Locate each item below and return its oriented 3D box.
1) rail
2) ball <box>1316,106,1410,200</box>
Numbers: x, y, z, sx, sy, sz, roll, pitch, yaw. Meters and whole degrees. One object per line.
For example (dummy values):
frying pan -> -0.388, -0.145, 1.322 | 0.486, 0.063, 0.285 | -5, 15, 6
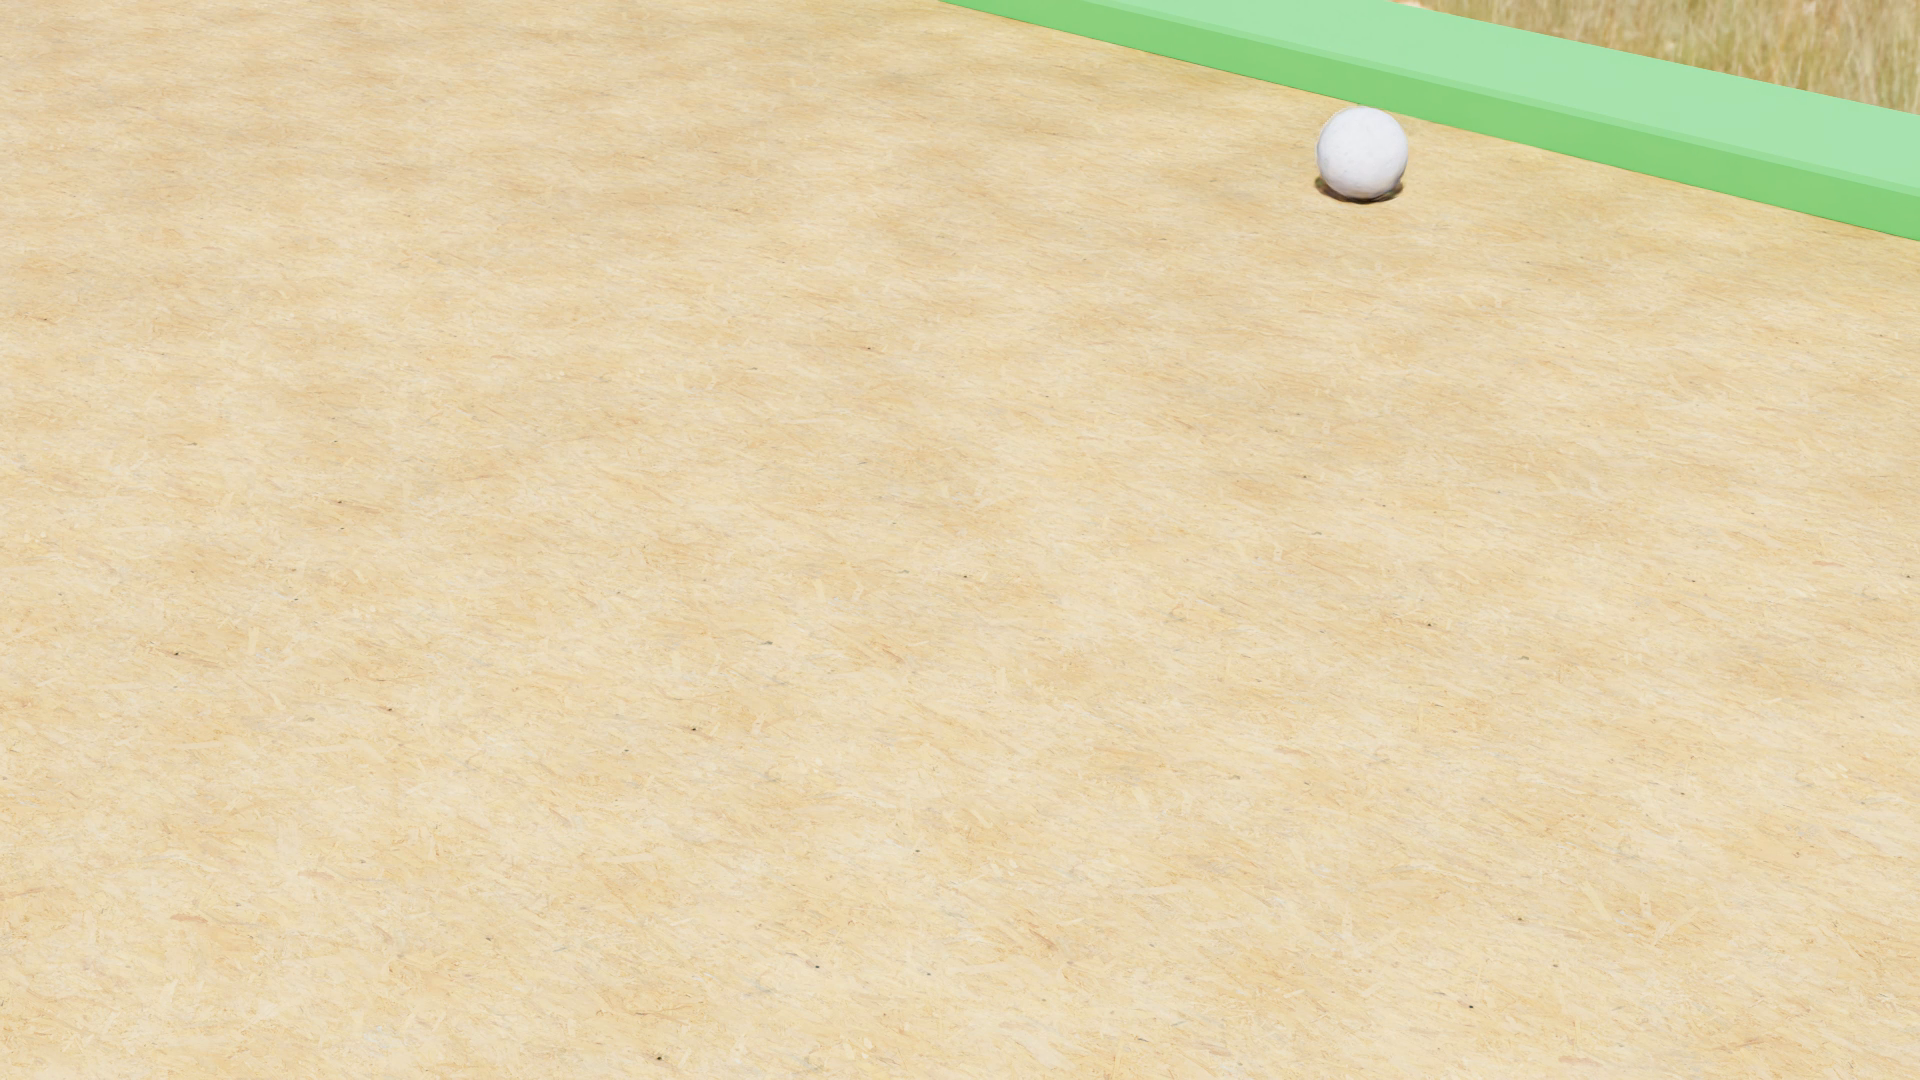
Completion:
rail -> 0.095, -0.720, 3.783 | 4.480, 0.127, 0.045 | 22, 33, 40
ball -> 0.430, -0.413, 3.139 | 0.098, 0.098, 0.098 | 0, 24, 0
